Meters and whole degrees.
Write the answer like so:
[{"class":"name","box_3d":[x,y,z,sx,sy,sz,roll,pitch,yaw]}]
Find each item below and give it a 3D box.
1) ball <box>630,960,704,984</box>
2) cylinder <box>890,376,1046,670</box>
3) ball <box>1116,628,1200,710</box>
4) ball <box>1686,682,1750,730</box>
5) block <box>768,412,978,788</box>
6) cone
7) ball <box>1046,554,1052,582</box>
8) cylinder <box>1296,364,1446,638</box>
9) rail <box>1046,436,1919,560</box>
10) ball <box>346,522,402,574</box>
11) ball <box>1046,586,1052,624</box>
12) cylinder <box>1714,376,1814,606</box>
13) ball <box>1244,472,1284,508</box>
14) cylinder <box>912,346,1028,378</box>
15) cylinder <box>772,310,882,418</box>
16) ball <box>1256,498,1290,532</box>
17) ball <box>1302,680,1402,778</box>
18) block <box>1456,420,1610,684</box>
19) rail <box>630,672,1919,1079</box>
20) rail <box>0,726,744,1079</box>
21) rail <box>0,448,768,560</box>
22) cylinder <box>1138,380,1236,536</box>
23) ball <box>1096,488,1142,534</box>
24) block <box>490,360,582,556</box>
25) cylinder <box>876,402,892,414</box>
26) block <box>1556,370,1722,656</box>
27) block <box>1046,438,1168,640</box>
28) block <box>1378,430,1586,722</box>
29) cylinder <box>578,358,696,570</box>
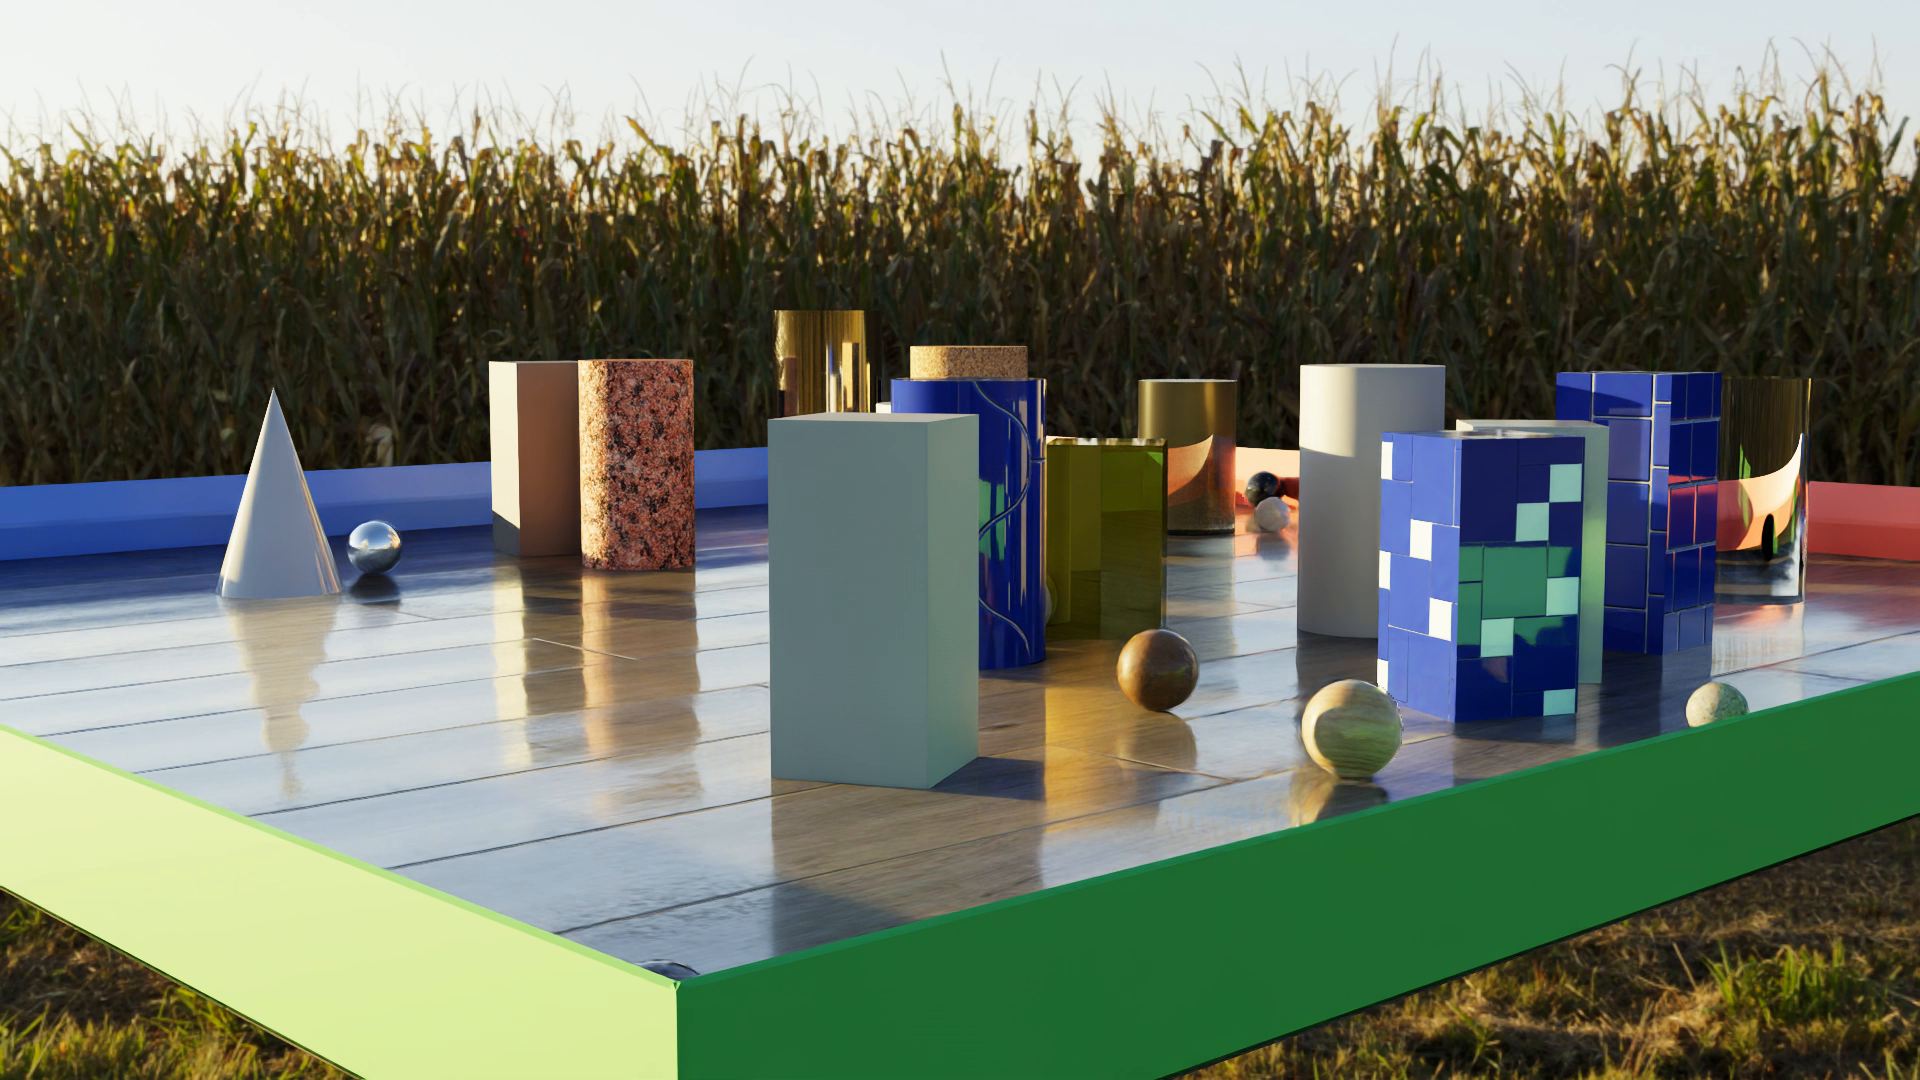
[{"class":"ball","box_3d":[-0.171,0.277,1.238,0.081,0.081,0.081,0,6,0]},{"class":"cylinder","box_3d":[0.011,-0.027,2.816,0.199,0.358,0.199,0,6,0]},{"class":"ball","box_3d":[0.221,0.145,2.455,0.092,0.092,0.092,0,6,0]},{"class":"ball","box_3d":[0.785,0.178,2.278,0.062,0.062,0.062,0,6,0]},{"class":"block","box_3d":[-0.081,0.052,2.136,0.159,0.343,0.159,2,6,18]},{"class":"cone","box_3d":[-1.085,-0.080,3.494,0.199,0.324,0.199,0,6,0]},{"class":"ball","box_3d":[0.107,0.045,3.488,0.076,0.076,0.076,0,6,0]},{"class":"cylinder","box_3d":[0.575,-0.060,3.082,0.199,0.368,0.199,0,6,0]},{"class":"rail","box_3d":[1.205,-0.082,4.438,0.045,0.129,3.213,-5,8,-42]},{"class":"ball","box_3d":[-0.991,0.014,3.720,0.090,0.090,0.090,0,6,0]},{"class":"ball","box_3d":[0.075,0.088,2.963,0.099,0.099,0.099,0,6,0]},{"class":"cylinder","box_3d":[1.213,-0.081,3.415,0.199,0.342,0.199,0,6,0]},{"class":"ball","box_3d":[0.680,-0.110,4.913,0.088,0.088,0.088,0,6,0]},{"class":"cylinder","box_3d":[0.016,-0.138,3.754,0.199,0.384,0.199,0,6,0]},{"class":"cylinder","box_3d":[-0.239,-0.192,3.987,0.199,0.445,0.199,0,6,0]},{"class":"ball","box_3d":[0.630,-0.050,4.425,0.071,0.071,0.071,0,6,0]},{"class":"ball","box_3d":[0.374,0.180,2.102,0.094,0.094,0.094,0,6,0]},{"class":"block","box_3d":[0.698,0.010,2.706,0.159,0.308,0.159,1,6,6]},{"class":"rail","box_3d":[1.073,0.154,2.175,3.326,0.129,0.045,-5,8,-42]},{"class":"rail","box_3d":[-1.205,0.149,2.226,0.045,0.129,3.213,-5,8,-42]},{"class":"rail","box_3d":[-1.073,-0.087,4.489,3.326,0.129,0.045,-5,8,-42]},{"class":"cylinder","box_3d":[0.459,-0.170,4.447,0.199,0.304,0.199,0,6,0]},{"class":"ball","box_3d":[0.320,-0.059,4.417,0.091,0.091,0.091,0,6,0]},{"class":"block","box_3d":[-0.769,-0.155,4.083,0.159,0.350,0.159,-3,7,-29]},{"class":"cylinder","box_3d":[-0.024,-0.046,3.239,0.199,0.309,0.199,0,6,0]},{"class":"block","box_3d":[0.904,-0.042,2.944,0.159,0.362,0.159,5,8,41]},{"class":"block","box_3d":[0.204,-0.004,3.051,0.159,0.265,0.159,1,6,8]},{"class":"block","box_3d":[0.583,0.035,2.474,0.159,0.307,0.159,-2,6,-21]},{"class":"cylinder","box_3d":[-0.567,-0.137,3.868,0.199,0.358,0.199,0,6,0]}]
